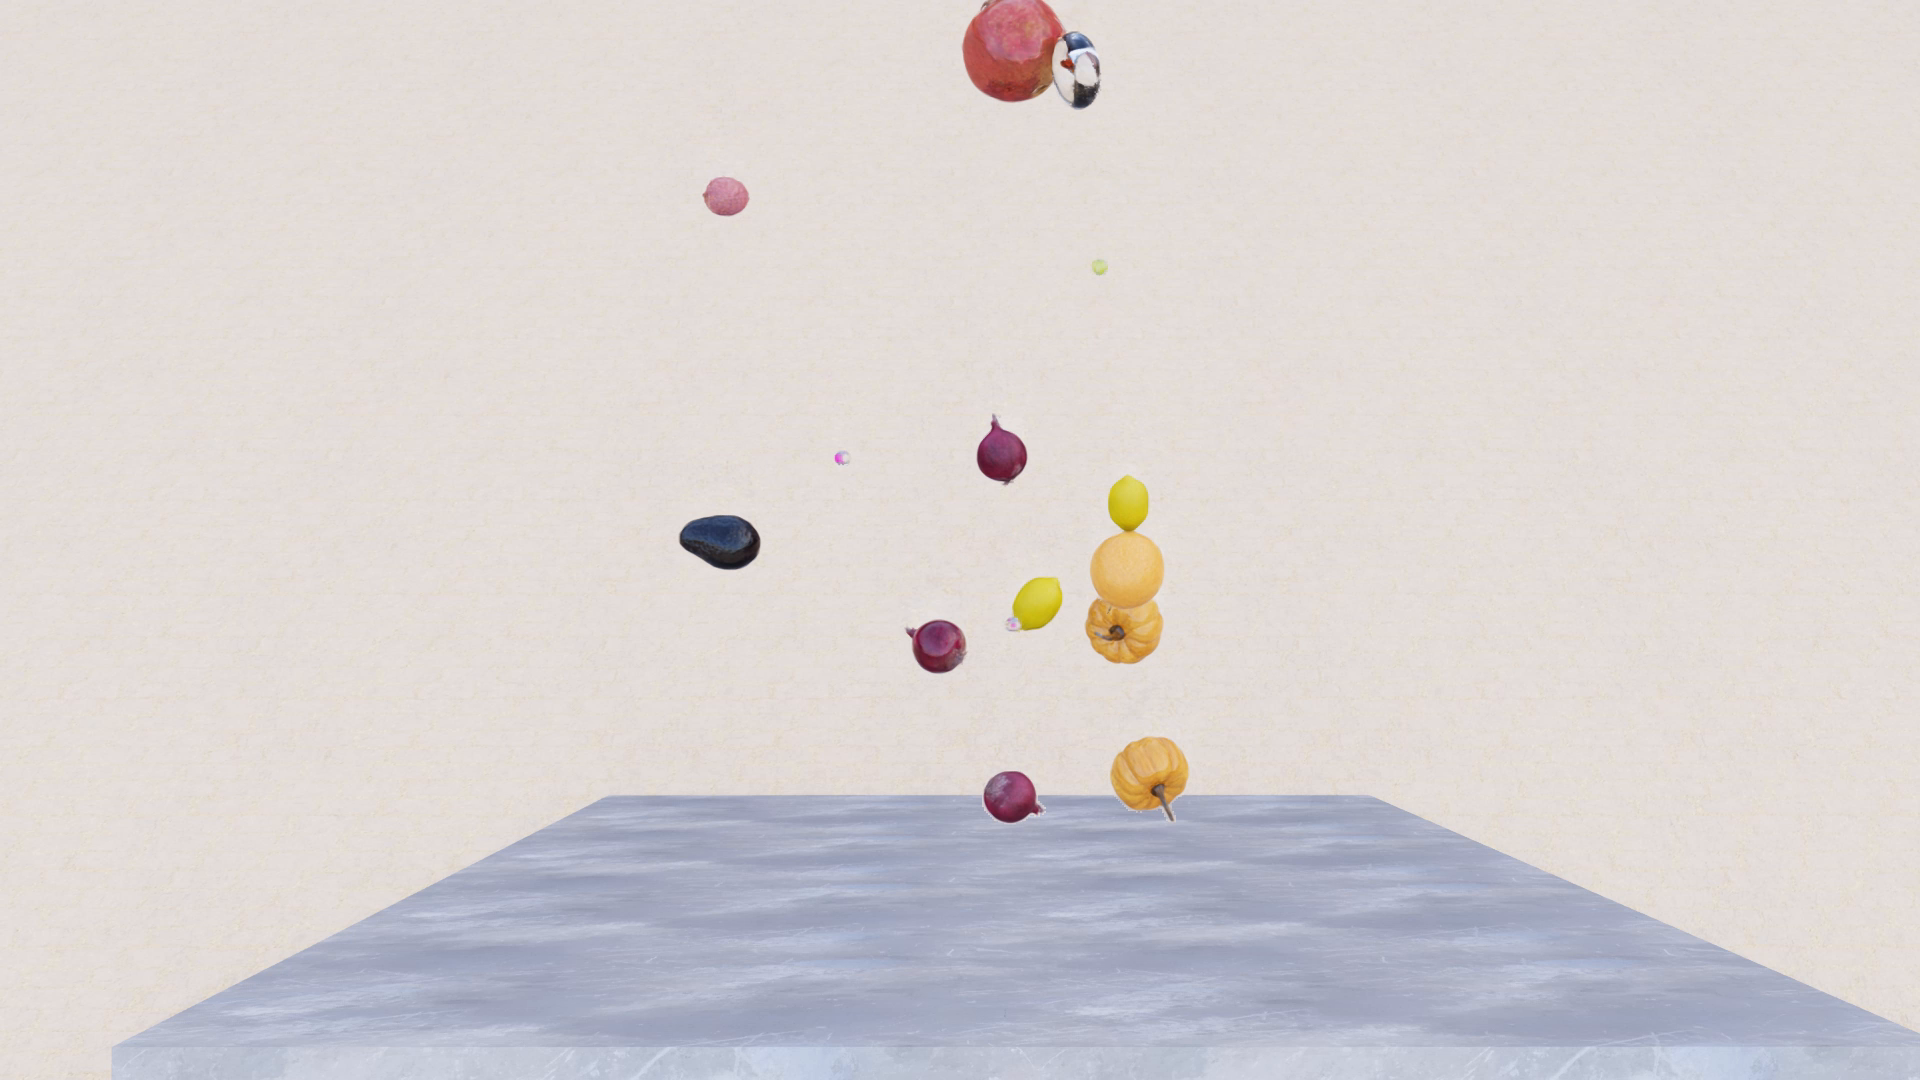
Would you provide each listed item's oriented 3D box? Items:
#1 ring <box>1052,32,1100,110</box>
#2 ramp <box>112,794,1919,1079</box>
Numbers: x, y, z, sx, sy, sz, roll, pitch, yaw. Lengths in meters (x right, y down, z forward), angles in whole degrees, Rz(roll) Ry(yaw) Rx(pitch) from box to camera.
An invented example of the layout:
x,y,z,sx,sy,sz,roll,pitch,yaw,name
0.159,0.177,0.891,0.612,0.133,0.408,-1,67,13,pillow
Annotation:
x,y,z,sx,sy,sz,roll,pitch,yaw,name
0.121,-0.487,2.693,0.027,0.080,0.080,-12,36,-21,ring
0.077,0.661,4.822,2.000,0.100,4.000,0,-2,0,ramp
